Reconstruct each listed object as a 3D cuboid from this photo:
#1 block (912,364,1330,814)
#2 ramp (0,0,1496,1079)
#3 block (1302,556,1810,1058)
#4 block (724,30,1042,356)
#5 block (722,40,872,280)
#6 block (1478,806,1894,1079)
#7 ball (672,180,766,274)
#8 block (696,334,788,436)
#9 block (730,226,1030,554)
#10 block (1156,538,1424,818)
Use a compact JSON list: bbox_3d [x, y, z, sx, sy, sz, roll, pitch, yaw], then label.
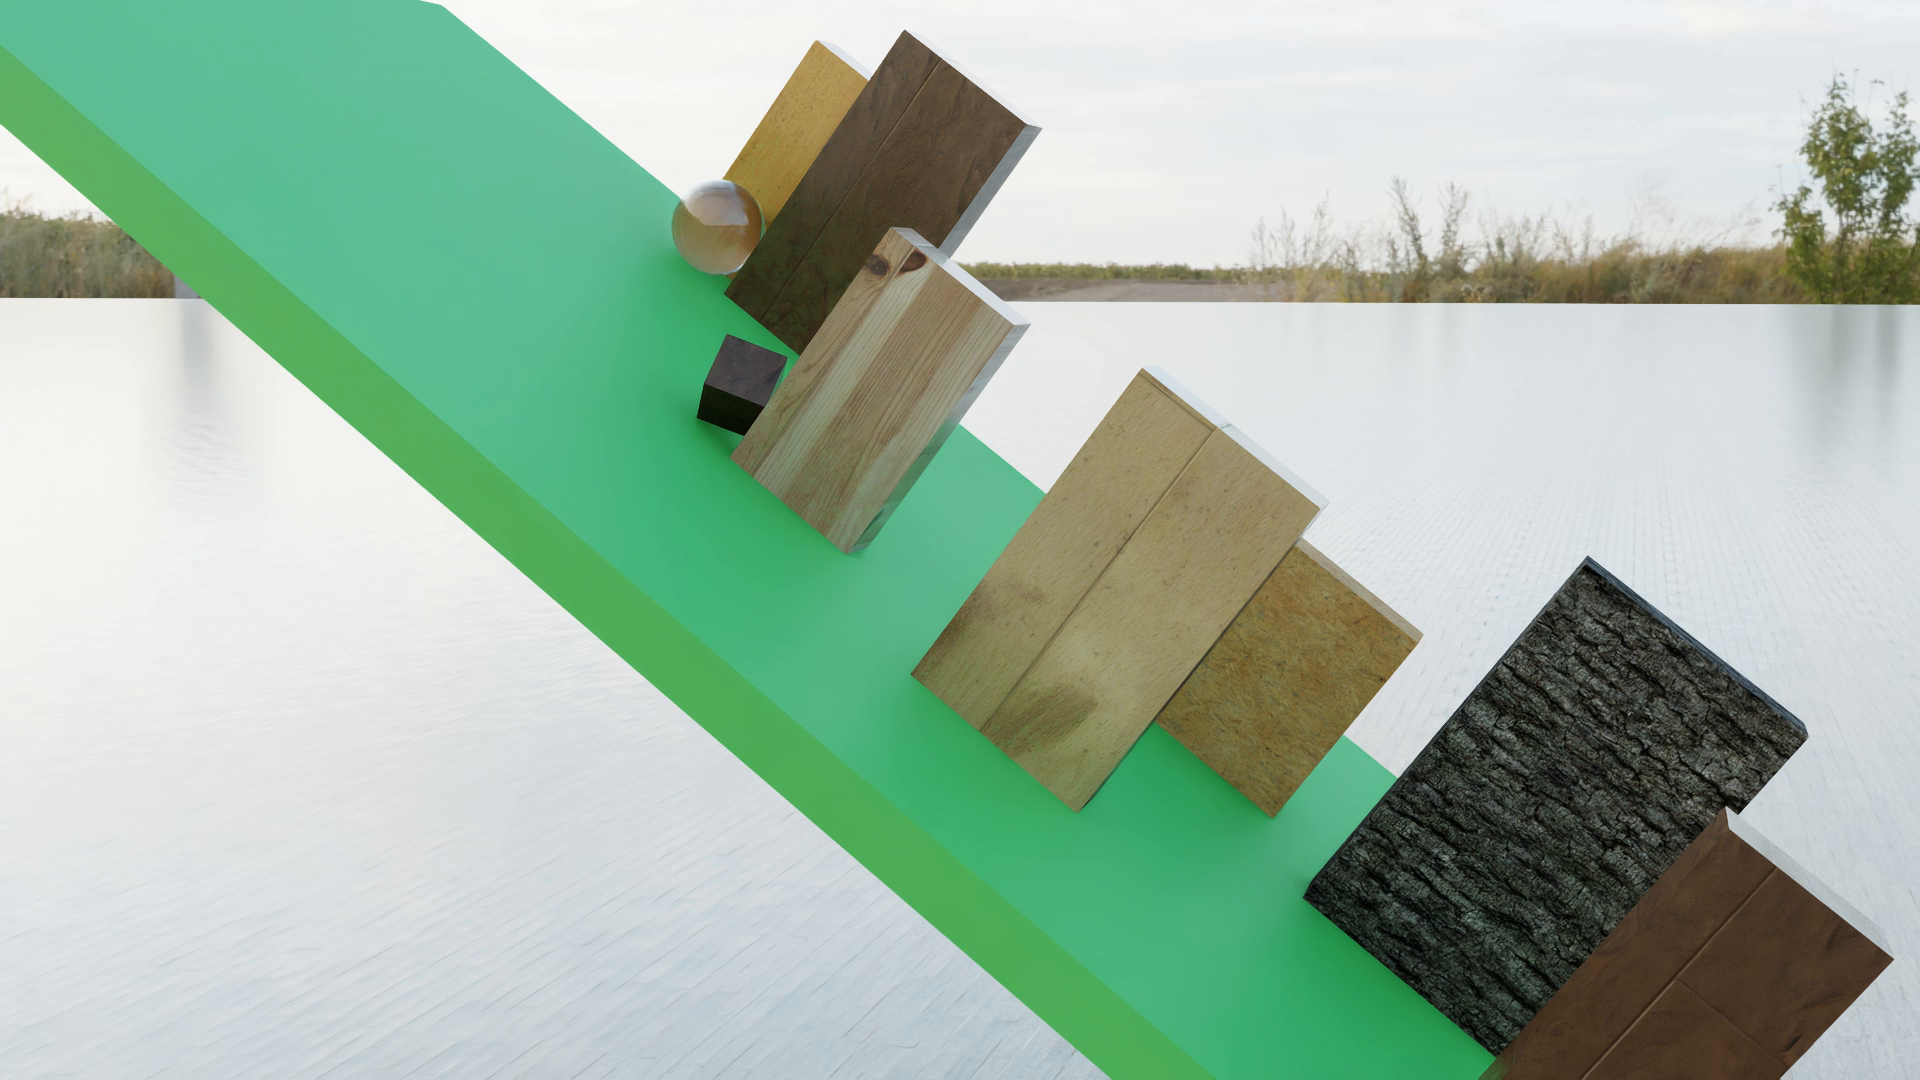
[{"bbox_3d":[0.246,0.078,3.455,0.345,0.619,0.109,39,16,9],"label":"block"},{"bbox_3d":[-0.050,0.109,4.063,4.000,0.100,2.000,39,16,9],"label":"ramp"},{"bbox_3d":[0.992,0.459,3.712,0.442,0.749,0.119,39,16,9],"label":"block"},{"bbox_3d":[-0.167,-0.696,4.665,0.330,0.682,0.130,39,16,9],"label":"block"},{"bbox_3d":[-0.307,-0.767,4.841,0.364,0.535,0.128,39,16,9],"label":"block"},{"bbox_3d":[0.886,0.701,2.905,0.251,0.690,0.126,39,16,9],"label":"block"},{"bbox_3d":[-0.519,-0.673,4.736,0.203,0.203,0.203,0,7,0],"label":"ball"},{"bbox_3d":[-0.387,-0.270,3.900,0.115,0.115,0.115,21,-31,-2],"label":"block"},{"bbox_3d":[-0.140,-0.258,3.811,0.272,0.498,0.111,39,16,9],"label":"block"},{"bbox_3d":[0.590,0.241,4.077,0.329,0.426,0.109,39,16,9],"label":"block"}]
